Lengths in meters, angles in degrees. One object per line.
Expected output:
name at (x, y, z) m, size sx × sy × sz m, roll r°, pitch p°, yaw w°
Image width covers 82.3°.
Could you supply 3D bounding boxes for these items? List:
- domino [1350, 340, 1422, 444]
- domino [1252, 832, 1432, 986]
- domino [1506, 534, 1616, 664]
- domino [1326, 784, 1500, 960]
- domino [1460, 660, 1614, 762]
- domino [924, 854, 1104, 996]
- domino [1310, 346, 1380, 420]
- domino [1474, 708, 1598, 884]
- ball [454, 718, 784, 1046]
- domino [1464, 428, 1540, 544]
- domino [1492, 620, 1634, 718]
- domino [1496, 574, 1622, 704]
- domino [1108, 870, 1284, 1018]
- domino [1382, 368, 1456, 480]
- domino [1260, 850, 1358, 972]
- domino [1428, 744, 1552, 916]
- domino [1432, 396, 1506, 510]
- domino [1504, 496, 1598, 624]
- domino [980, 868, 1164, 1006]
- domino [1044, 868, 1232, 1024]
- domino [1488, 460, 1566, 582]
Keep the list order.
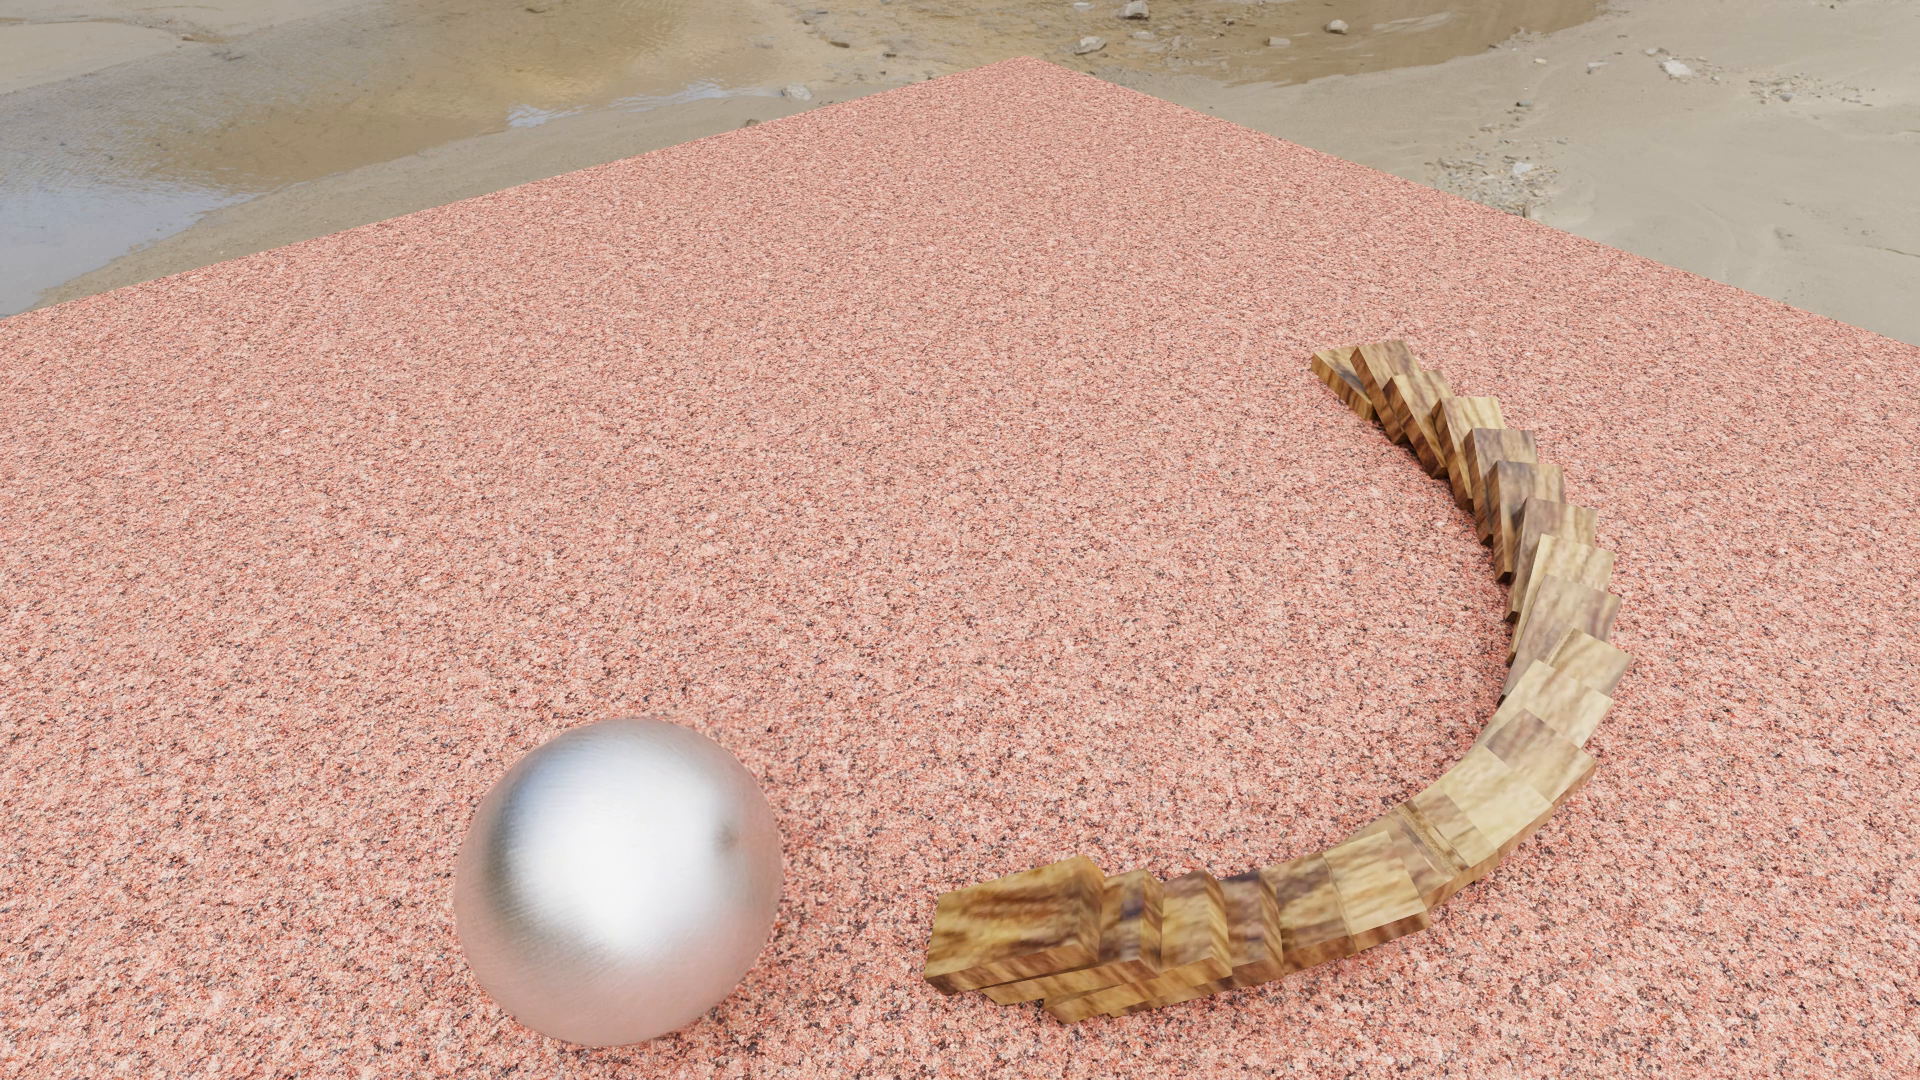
domino at (0.205, -0.070, 0.513) m, size 0.025 × 0.010 × 0.050 m, roll -10°, pitch 62°, yaw -12°
domino at (0.100, 0.102, 0.304) m, size 0.050 × 0.010 × 0.025 m, roll -23°, pitch 39°, yaw 10°
domino at (0.217, 0.024, 0.398) m, size 0.025 × 0.009 × 0.050 m, roll 18°, pitch 67°, yaw 20°
domino at (0.123, 0.094, 0.313) m, size 0.050 × 0.010 × 0.025 m, roll -32°, pitch 44°, yaw 0°
domino at (0.181, 0.065, 0.349) m, size 0.025 × 0.010 × 0.050 m, roll 34°, pitch 74°, yaw 34°
domino at (0.014, 0.103, 0.294) m, size 0.050 × 0.009 × 0.025 m, roll -26°, pitch 32°, yaw 31°
domino at (0.196, -0.077, 0.538) m, size 0.025 × 0.010 × 0.050 m, roll -10°, pitch 40°, yaw -12°
domino at (0.164, 0.077, 0.334) m, size 0.050 × 0.010 × 0.025 m, roll -39°, pitch 49°, yaw -6°
ball at (-0.086, 0.086, 0.283) m, size 0.080 × 0.080 × 0.080 m, roll 0°, pitch 39°, yaw 0°
domino at (0.226, -0.022, 0.455) m, size 0.025 × 0.009 × 0.050 m, roll 3°, pitch 64°, yaw 3°
domino at (0.196, 0.053, 0.363) m, size 0.025 × 0.010 × 0.050 m, roll 31°, pitch 73°, yaw 32°
domino at (0.208, 0.038, 0.381) m, size 0.025 × 0.010 × 0.050 m, roll 21°, pitch 68°, yaw 24°
domino at (0.059, 0.107, 0.290) m, size 0.050 × 0.010 × 0.025 m, roll -28°, pitch 31°, yaw 29°
domino at (0.213, -0.053, 0.493) m, size 0.025 × 0.009 × 0.050 m, roll -10°, pitch 62°, yaw -12°
domino at (0.078, 0.105, 0.297) m, size 0.050 × 0.009 × 0.025 m, roll -24°, pitch 36°, yaw 17°
domino at (0.144, 0.086, 0.323) m, size 0.050 × 0.009 × 0.025 m, roll -36°, pitch 47°, yaw -4°
domino at (0.223, -0.038, 0.474) m, size 0.025 × 0.010 × 0.050 m, roll -1°, pitch 64°, yaw -2°
domino at (0.224, 0.010, 0.416) m, size 0.025 × 0.010 × 0.050 m, roll 13°, pitch 65°, yaw 16°
domino at (0.029, 0.105, 0.291) m, size 0.050 × 0.010 × 0.025 m, roll -26°, pitch 32°, yaw 32°
domino at (0.045, 0.107, 0.288) m, size 0.050 × 0.010 × 0.025 m, roll -30°, pitch 30°, yaw 26°
domino at (0.226, -0.007, 0.436) m, size 0.025 × 0.010 × 0.050 m, roll 6°, pitch 64°, yaw 7°
